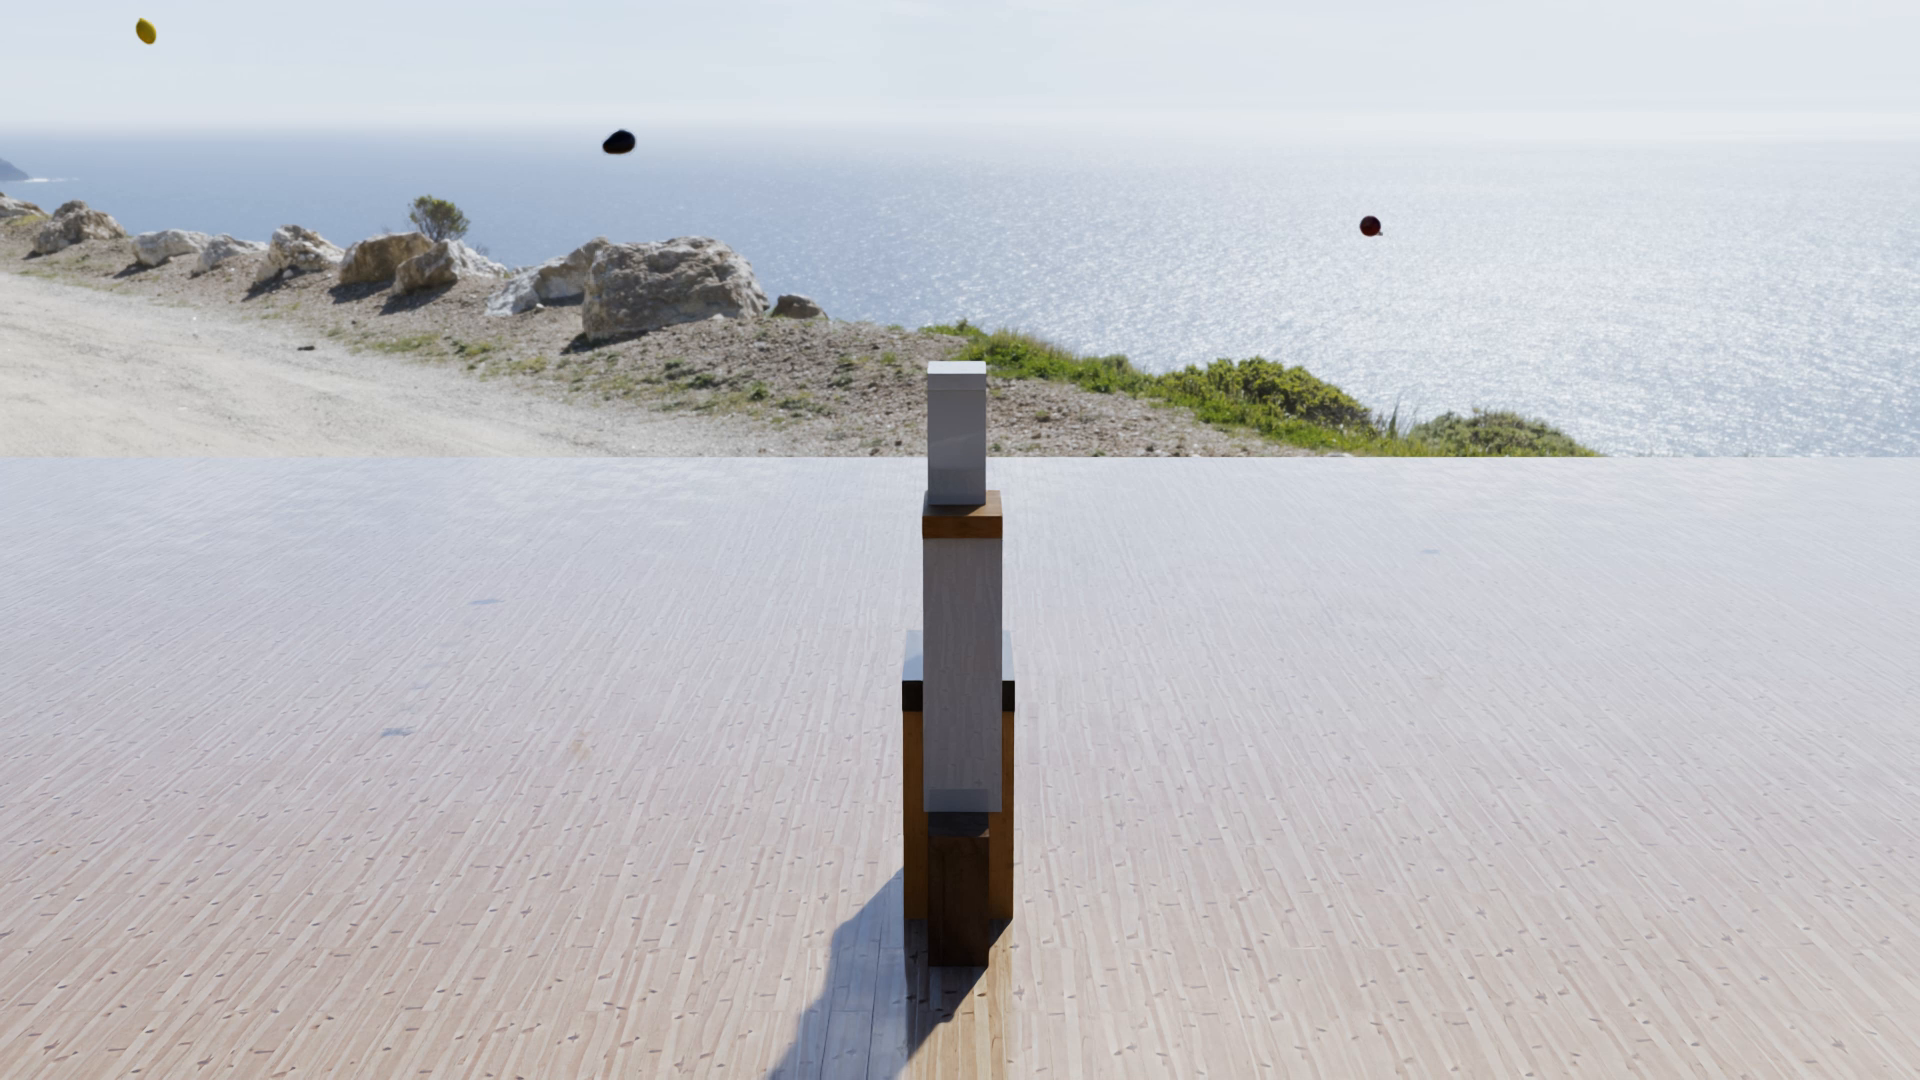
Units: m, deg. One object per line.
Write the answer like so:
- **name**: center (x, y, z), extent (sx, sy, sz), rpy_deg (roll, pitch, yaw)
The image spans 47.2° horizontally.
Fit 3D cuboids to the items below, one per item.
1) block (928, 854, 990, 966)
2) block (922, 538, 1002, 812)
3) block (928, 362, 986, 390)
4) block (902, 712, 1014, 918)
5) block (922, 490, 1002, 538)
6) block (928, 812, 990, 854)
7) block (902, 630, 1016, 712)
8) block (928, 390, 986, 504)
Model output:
- **block**: center (-0.002, 0.556, 3.345), extent (0.093, 0.185, 0.026), rpy_deg (0, 11, 0)
- **block**: center (0.004, 0.205, 3.390), extent (0.121, 0.436, 0.034), rpy_deg (0, 11, 0)
- **block**: center (-0.005, -0.258, 3.441), extent (0.090, 0.026, 0.180), rpy_deg (0, 10, 0)
- **block**: center (-0.002, 0.433, 3.544), extent (0.177, 0.355, 0.050), rpy_deg (0, 11, 0)
- **block**: center (0.004, -0.041, 3.427), extent (0.122, 0.034, 0.243), rpy_deg (0, 11, 0)
- **block**: center (-0.002, 0.441, 3.386), extent (0.093, 0.026, 0.185), rpy_deg (0, 11, 0)
- **block**: center (-0.002, 0.212, 3.624), extent (0.177, 0.050, 0.355), rpy_deg (0, 11, 0)
- **block**: center (-0.005, -0.146, 3.401), extent (0.090, 0.180, 0.026), rpy_deg (0, 11, 0)
